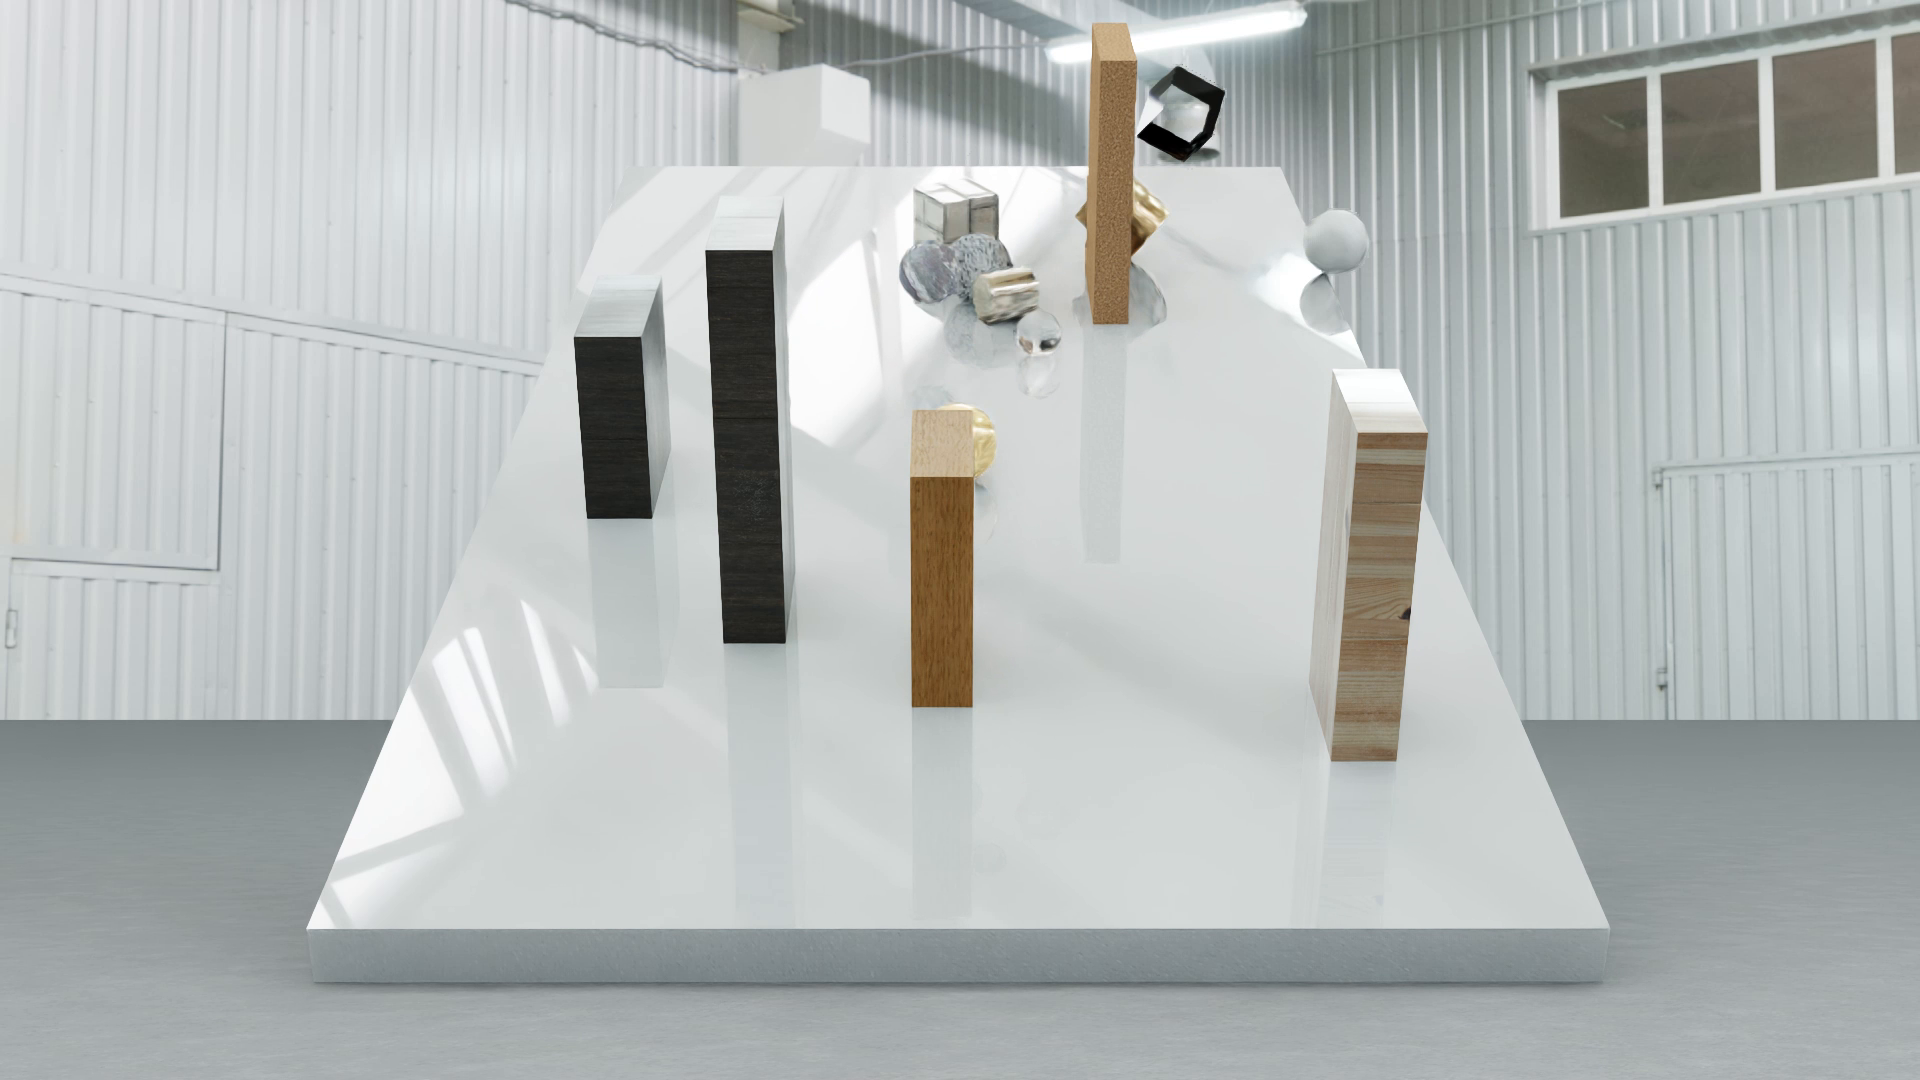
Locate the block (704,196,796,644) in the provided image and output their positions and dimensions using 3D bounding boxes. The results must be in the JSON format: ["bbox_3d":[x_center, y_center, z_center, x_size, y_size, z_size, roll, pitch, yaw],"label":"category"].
[{"bbox_3d":[-0.387,-0.223,4.407,0.118,0.778,0.312,0,26,0],"label":"block"}]

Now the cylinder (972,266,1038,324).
[{"bbox_3d":[0.116,-0.623,5.985,0.127,0.127,0.127,-11,0,-22],"label":"cylinder"}]

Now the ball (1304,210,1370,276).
[{"bbox_3d":[1.007,-0.796,6.298,0.174,0.174,0.174,0,-4,0],"label":"ball"}]

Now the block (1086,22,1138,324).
[{"bbox_3d":[0.383,-0.937,6.004,0.089,0.678,0.385,0,26,0],"label":"block"}]

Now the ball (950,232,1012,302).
[{"bbox_3d":[0.046,-0.705,6.094,0.180,0.180,0.180,0,-4,0],"label":"ball"}]

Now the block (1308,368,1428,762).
[{"bbox_3d":[0.696,0.044,4.047,0.113,0.616,0.278,0,26,0],"label":"block"}]

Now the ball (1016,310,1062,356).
[{"bbox_3d":[0.193,-0.504,5.758,0.113,0.113,0.113,0,-4,0],"label":"ball"}]

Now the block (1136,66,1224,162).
[{"bbox_3d":[0.579,-1.120,6.186,0.151,0.151,0.151,25,-26,-16],"label":"block"}]

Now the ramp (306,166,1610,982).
[{"bbox_3d":[-0.010,-0.229,5.431,2.000,0.100,4.000,0,26,0],"label":"ramp"}]

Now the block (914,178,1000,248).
[{"bbox_3d":[-0.011,-0.877,6.459,0.172,0.172,0.172,-14,29,-27],"label":"block"}]

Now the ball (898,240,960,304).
[{"bbox_3d":[-0.075,-0.656,5.762,0.154,0.154,0.154,0,-4,0],"label":"ball"}]

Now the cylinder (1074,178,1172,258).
[{"bbox_3d":[0.439,-0.880,6.351,0.187,0.187,0.187,42,-8,-3],"label":"cylinder"}]

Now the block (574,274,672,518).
[{"bbox_3d":[-0.714,-0.309,5.010,0.137,0.407,0.375,0,26,0],"label":"block"}]

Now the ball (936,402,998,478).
[{"bbox_3d":[-0.005,-0.210,5.079,0.173,0.173,0.173,0,-4,0],"label":"ball"}]

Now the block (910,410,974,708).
[{"bbox_3d":[-0.032,0.031,4.257,0.110,0.453,0.299,0,26,0],"label":"block"}]
